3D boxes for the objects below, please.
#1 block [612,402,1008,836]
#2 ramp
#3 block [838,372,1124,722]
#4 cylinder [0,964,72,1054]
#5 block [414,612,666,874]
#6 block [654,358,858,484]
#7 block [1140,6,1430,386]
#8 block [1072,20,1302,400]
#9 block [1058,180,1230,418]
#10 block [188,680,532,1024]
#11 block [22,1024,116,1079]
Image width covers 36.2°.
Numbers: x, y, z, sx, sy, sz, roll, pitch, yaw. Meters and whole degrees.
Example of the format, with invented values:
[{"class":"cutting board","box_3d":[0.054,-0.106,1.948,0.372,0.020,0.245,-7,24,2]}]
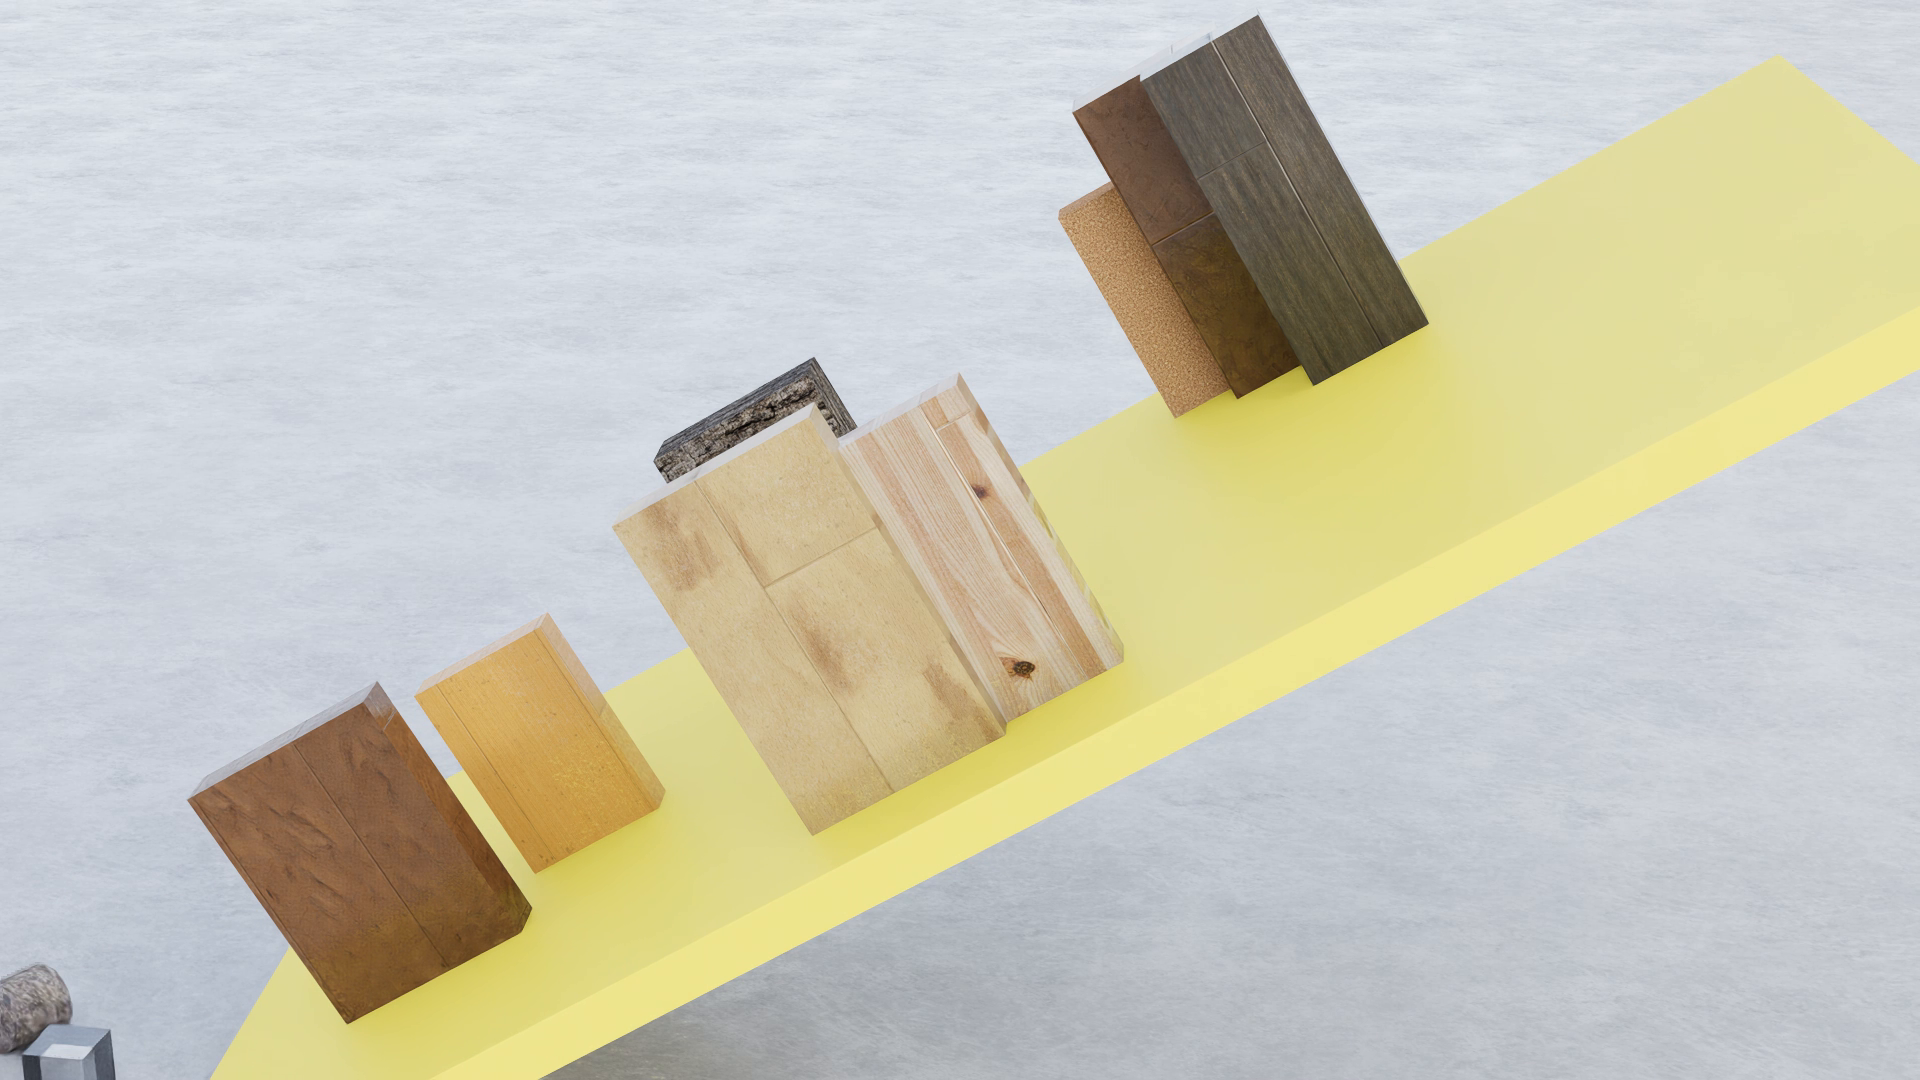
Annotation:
[{"class":"block","box_3d":[-0.277,0.155,5.541,0.429,0.716,0.102,-28,15,12]},{"class":"ramp","box_3d":[0.142,0.168,6.285,4.000,0.100,2.000,-28,15,12]},{"class":"block","box_3d":[-0.006,0.045,5.545,0.372,0.623,0.089,-28,15,12]},{"class":"cylinder","box_3d":[-2.133,1.066,6.688,0.156,0.156,0.156,13,23,34]},{"class":"block","box_3d":[-0.904,0.441,6.352,0.323,0.476,0.094,-28,15,12]},{"class":"block","box_3d":[-0.318,-0.014,6.333,0.384,0.642,0.150,-28,15,12]},{"class":"block","box_3d":[0.707,-0.744,6.400,0.285,0.775,0.125,-28,15,12]},{"class":"block","box_3d":[0.600,-0.741,6.641,0.364,0.759,0.146,-28,15,12]},{"class":"block","box_3d":[0.496,-0.594,6.792,0.306,0.545,0.100,-28,15,12]},{"class":"block","box_3d":[-1.242,0.654,6.111,0.443,0.588,0.117,-28,15,12]},{"class":"block","box_3d":[-1.949,1.160,6.435,0.140,0.140,0.140,3,19,9]}]
